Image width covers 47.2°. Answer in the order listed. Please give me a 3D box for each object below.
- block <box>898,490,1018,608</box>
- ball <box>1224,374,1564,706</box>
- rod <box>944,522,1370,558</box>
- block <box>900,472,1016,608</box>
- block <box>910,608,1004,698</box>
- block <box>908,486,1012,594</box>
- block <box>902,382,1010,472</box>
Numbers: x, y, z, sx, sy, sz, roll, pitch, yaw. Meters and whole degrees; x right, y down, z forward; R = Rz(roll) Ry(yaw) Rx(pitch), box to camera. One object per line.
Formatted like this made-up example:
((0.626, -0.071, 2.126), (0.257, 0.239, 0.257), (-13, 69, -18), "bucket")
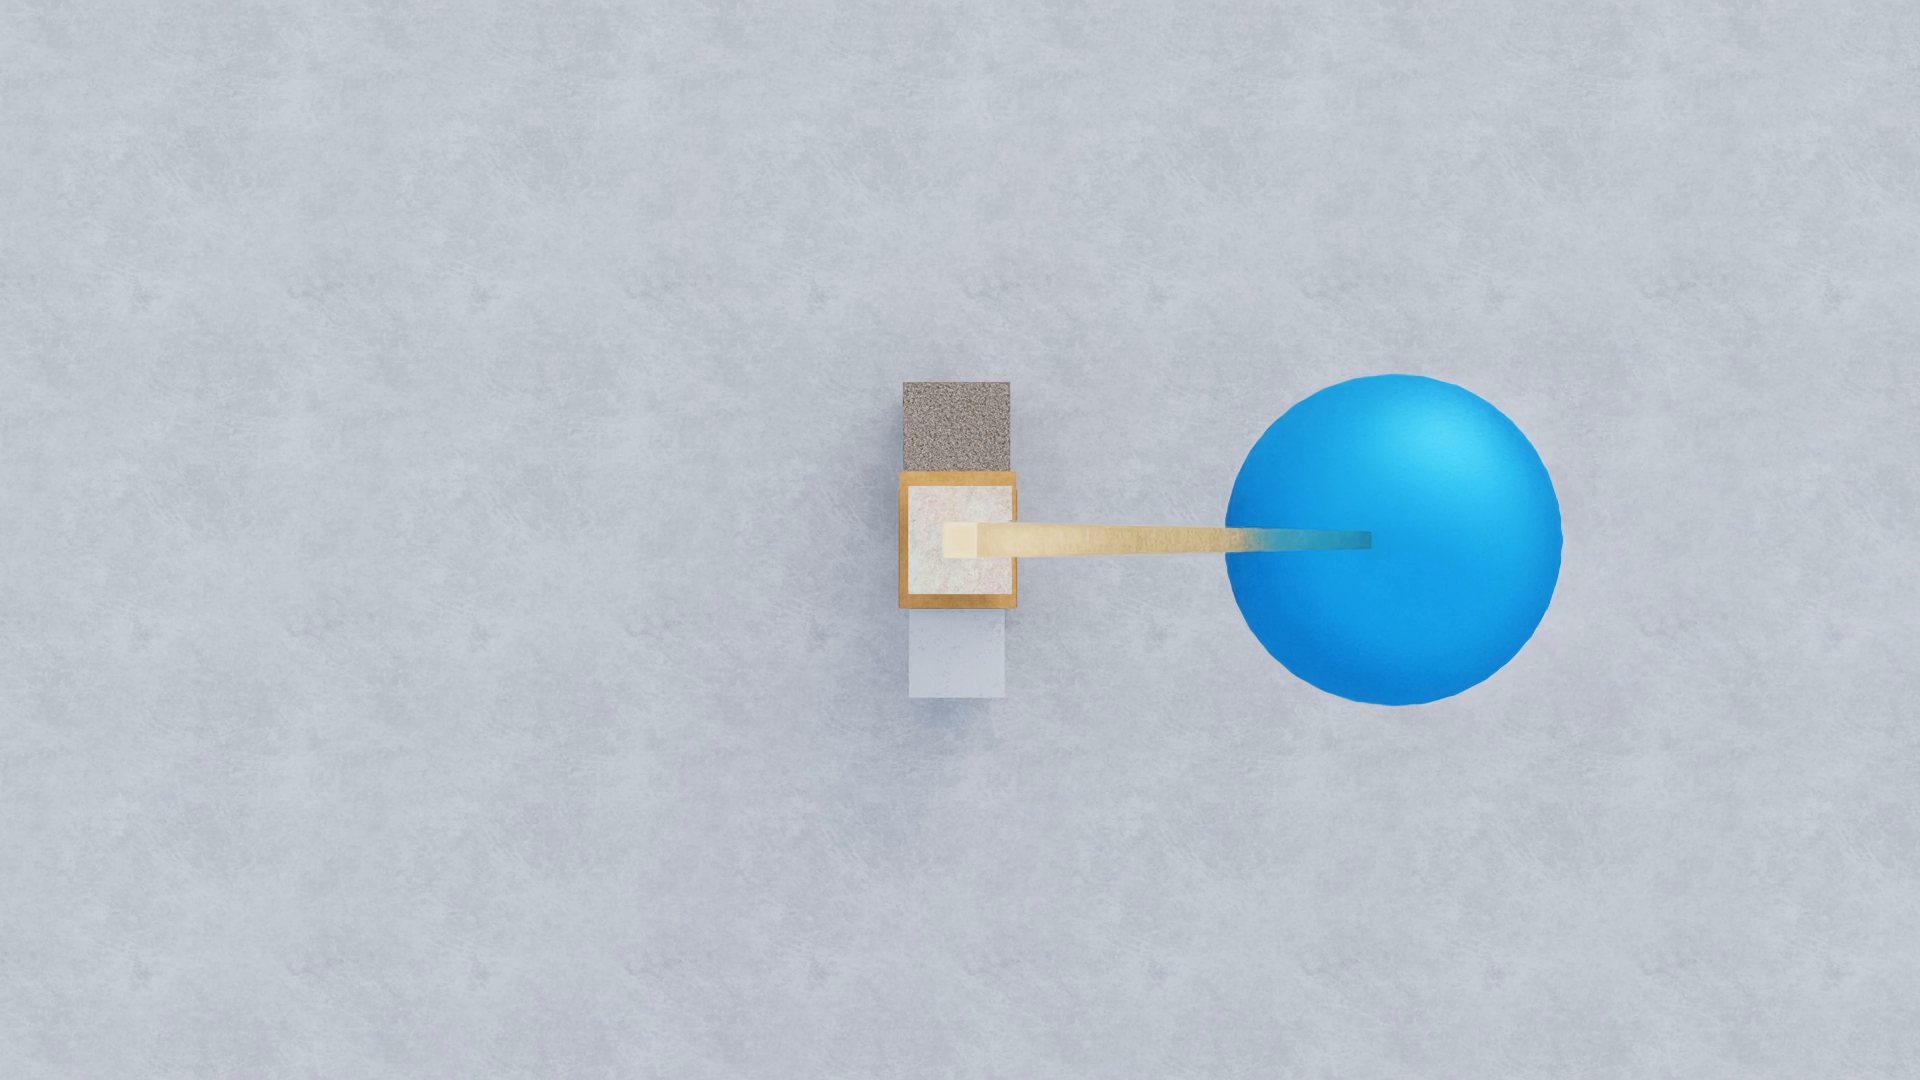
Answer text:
((-0.012, 0.050, 12.683), (0.667, 0.635, 0.661), (0, 90, 0), "block")
((2.074, 0.000, 10.585), (1.600, 1.600, 1.600), (0, 90, 0), "ball")
((0.899, 0.000, 7.395), (0.080, 5.200, 0.080), (0, 90, 20), "rod")
((-0.011, 0.000, 11.619), (0.601, 0.561, 0.707), (0, 90, 0), "block")
((-0.018, 0.641, 12.727), (0.541, 0.547, 0.502), (0, 90, 0), "block")
((0.001, 0.000, 9.830), (0.451, 0.478, 0.471), (0, 90, 0), "block")
((-0.019, -0.591, 12.709), (0.607, 0.581, 0.601), (0, 90, 0), "block")
